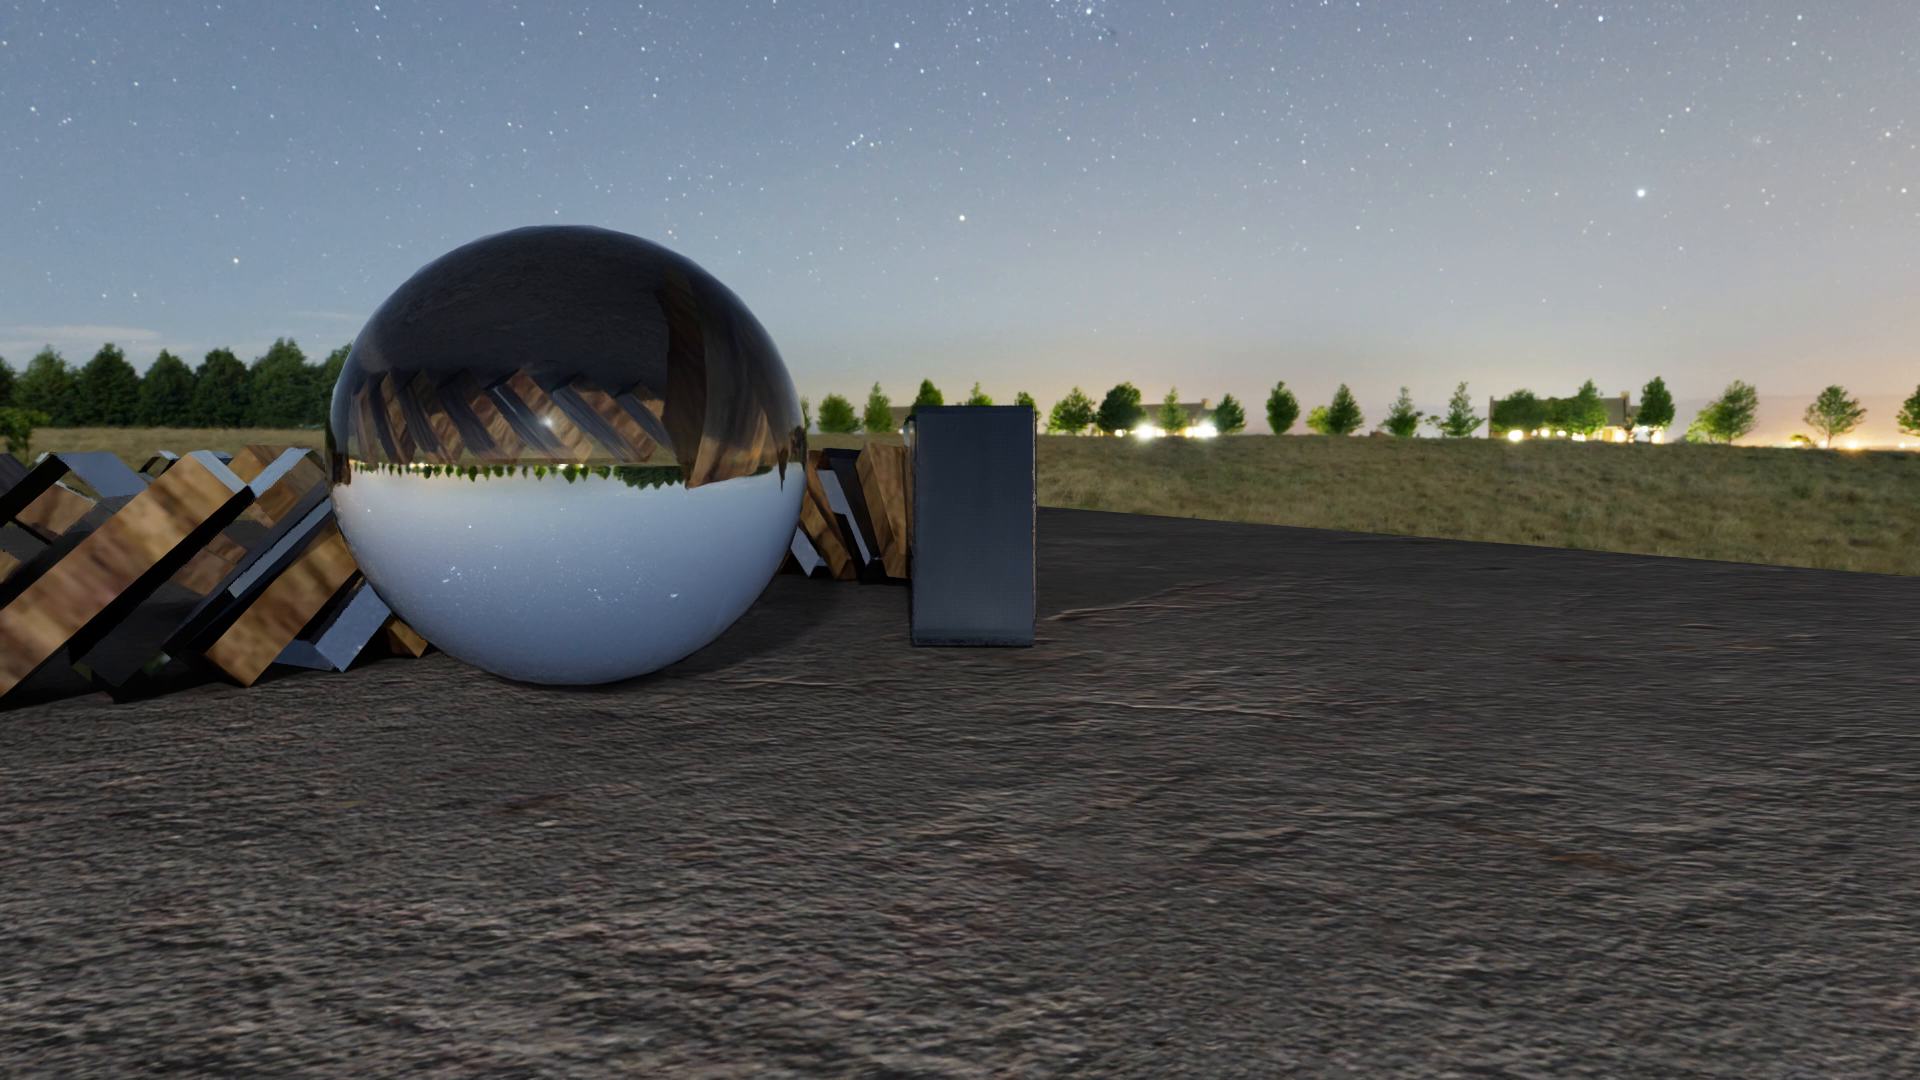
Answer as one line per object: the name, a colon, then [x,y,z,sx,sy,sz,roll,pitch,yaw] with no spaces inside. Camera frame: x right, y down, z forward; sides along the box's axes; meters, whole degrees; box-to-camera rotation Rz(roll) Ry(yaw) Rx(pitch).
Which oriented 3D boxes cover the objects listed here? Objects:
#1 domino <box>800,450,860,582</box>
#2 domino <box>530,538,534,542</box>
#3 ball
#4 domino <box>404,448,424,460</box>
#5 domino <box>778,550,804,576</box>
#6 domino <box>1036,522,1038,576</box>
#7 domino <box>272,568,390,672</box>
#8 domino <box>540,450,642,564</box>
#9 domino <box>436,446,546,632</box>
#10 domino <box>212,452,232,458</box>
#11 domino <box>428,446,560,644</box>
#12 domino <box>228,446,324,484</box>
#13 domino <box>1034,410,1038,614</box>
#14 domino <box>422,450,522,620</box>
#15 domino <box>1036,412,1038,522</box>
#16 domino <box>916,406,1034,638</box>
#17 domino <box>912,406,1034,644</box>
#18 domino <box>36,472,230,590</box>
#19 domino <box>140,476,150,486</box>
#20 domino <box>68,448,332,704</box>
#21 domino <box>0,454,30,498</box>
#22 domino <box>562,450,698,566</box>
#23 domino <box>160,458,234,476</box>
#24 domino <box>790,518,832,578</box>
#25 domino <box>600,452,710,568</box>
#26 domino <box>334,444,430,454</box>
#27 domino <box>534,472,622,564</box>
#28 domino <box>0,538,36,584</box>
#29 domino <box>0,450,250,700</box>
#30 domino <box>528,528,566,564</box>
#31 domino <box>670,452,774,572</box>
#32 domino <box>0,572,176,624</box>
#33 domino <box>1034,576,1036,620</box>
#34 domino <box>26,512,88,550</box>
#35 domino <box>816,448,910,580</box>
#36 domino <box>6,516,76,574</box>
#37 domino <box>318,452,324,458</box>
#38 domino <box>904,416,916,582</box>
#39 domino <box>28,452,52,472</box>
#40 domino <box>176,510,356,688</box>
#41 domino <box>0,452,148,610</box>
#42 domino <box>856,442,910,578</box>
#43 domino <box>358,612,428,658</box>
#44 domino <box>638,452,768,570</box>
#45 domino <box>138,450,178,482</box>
domino: [-0.038,-0.009,0.414,0.025,0.009,0.050,-3,46,-37]
domino: [-0.181,-0.012,0.467,0.050,0.009,0.025,40,3,-3]
ball: [-0.067,-0.014,0.225,0.080,0.080,0.080,0,4,0]
domino: [-0.132,-0.003,0.333,0.025,0.009,0.050,-2,48,-27]
domino: [-0.062,-0.010,0.434,0.025,0.009,0.050,-5,46,-48]
domino: [0.007,-0.007,0.322,0.025,0.050,0.009,0,-12,2]
domino: [-0.118,0.003,0.256,0.025,0.009,0.050,3,49,31]
domino: [-0.133,-0.012,0.467,0.050,0.009,0.025,43,15,10]
domino: [-0.116,-0.001,0.304,0.025,0.009,0.050,0,49,-3]
domino: [-0.242,-0.011,0.451,0.050,0.009,0.025,41,-10,-17]
domino: [-0.111,0.000,0.287,0.025,0.009,0.050,1,49,12]
domino: [-0.168,-0.004,0.342,0.009,0.050,0.025,-45,-5,11]
domino: [0.006,-0.006,0.312,0.025,0.050,0.010,0,-12,2]
domino: [-0.122,-0.002,0.319,0.025,0.009,0.050,-1,48,-14]
domino: [0.007,-0.008,0.332,0.025,0.050,0.009,0,-12,2]
domino: [0.003,-0.004,0.283,0.025,0.050,0.009,0,-12,2]
domino: [0.003,-0.003,0.273,0.025,0.050,0.009,0,-12,2]
domino: [-0.205,0.001,0.325,0.050,0.009,0.025,36,-16,-30]
domino: [-0.268,-0.010,0.432,0.050,0.009,0.025,45,-21,-28]
domino: [-0.132,0.005,0.227,0.050,0.010,0.025,-51,30,-21]
domino: [-0.173,0.007,0.203,0.050,0.010,0.025,-43,10,-4]
domino: [-0.118,-0.012,0.463,0.050,0.010,0.025,44,19,15]
domino: [-0.185,-0.002,0.343,0.050,0.009,0.025,39,7,1]
domino: [-0.050,-0.009,0.424,0.025,0.009,0.050,-4,46,-43]
domino: [-0.103,-0.012,0.458,0.050,0.009,0.025,46,23,19]
domino: [-0.147,-0.004,0.343,0.025,0.050,0.009,-5,-38,-49]
domino: [-0.150,-0.012,0.468,0.050,0.009,0.025,41,9,4]
domino: [-0.307,-0.006,0.383,0.025,0.009,0.050,3,-36,35]
domino: [-0.145,0.006,0.216,0.050,0.010,0.025,-46,20,-14]
domino: [-0.165,-0.012,0.468,0.050,0.009,0.025,40,6,1]
domino: [-0.075,-0.010,0.443,0.025,0.009,0.050,-5,47,-52]
domino: [-0.219,0.015,0.308,0.050,0.009,0.025,-3,5,-34]
domino: [0.005,-0.005,0.302,0.025,0.050,0.009,0,-12,2]
domino: [-0.290,-0.008,0.409,0.025,0.009,0.050,4,-35,45]
domino: [-0.026,-0.008,0.404,0.025,0.009,0.050,2,43,-30]
domino: [-0.299,-0.007,0.396,0.025,0.009,0.050,4,-35,40]
domino: [-0.212,-0.012,0.461,0.050,0.009,0.025,40,-3,-9]
domino: [-0.002,-0.011,0.373,0.025,0.050,0.009,-1,-12,-12]
domino: [-0.280,-0.009,0.421,0.025,0.009,0.050,5,-34,51]
domino: [-0.124,0.003,0.242,0.025,0.010,0.050,4,50,41]
domino: [-0.158,0.006,0.208,0.050,0.009,0.025,-44,14,-8]
domino: [-0.014,-0.009,0.396,0.025,0.009,0.050,7,42,-26]
domino: [-0.114,0.001,0.272,0.025,0.009,0.050,2,49,22]
domino: [-0.089,-0.011,0.451,0.050,0.009,0.025,47,27,23]
domino: [-0.256,-0.011,0.444,0.050,0.010,0.025,42,-13,-20]
